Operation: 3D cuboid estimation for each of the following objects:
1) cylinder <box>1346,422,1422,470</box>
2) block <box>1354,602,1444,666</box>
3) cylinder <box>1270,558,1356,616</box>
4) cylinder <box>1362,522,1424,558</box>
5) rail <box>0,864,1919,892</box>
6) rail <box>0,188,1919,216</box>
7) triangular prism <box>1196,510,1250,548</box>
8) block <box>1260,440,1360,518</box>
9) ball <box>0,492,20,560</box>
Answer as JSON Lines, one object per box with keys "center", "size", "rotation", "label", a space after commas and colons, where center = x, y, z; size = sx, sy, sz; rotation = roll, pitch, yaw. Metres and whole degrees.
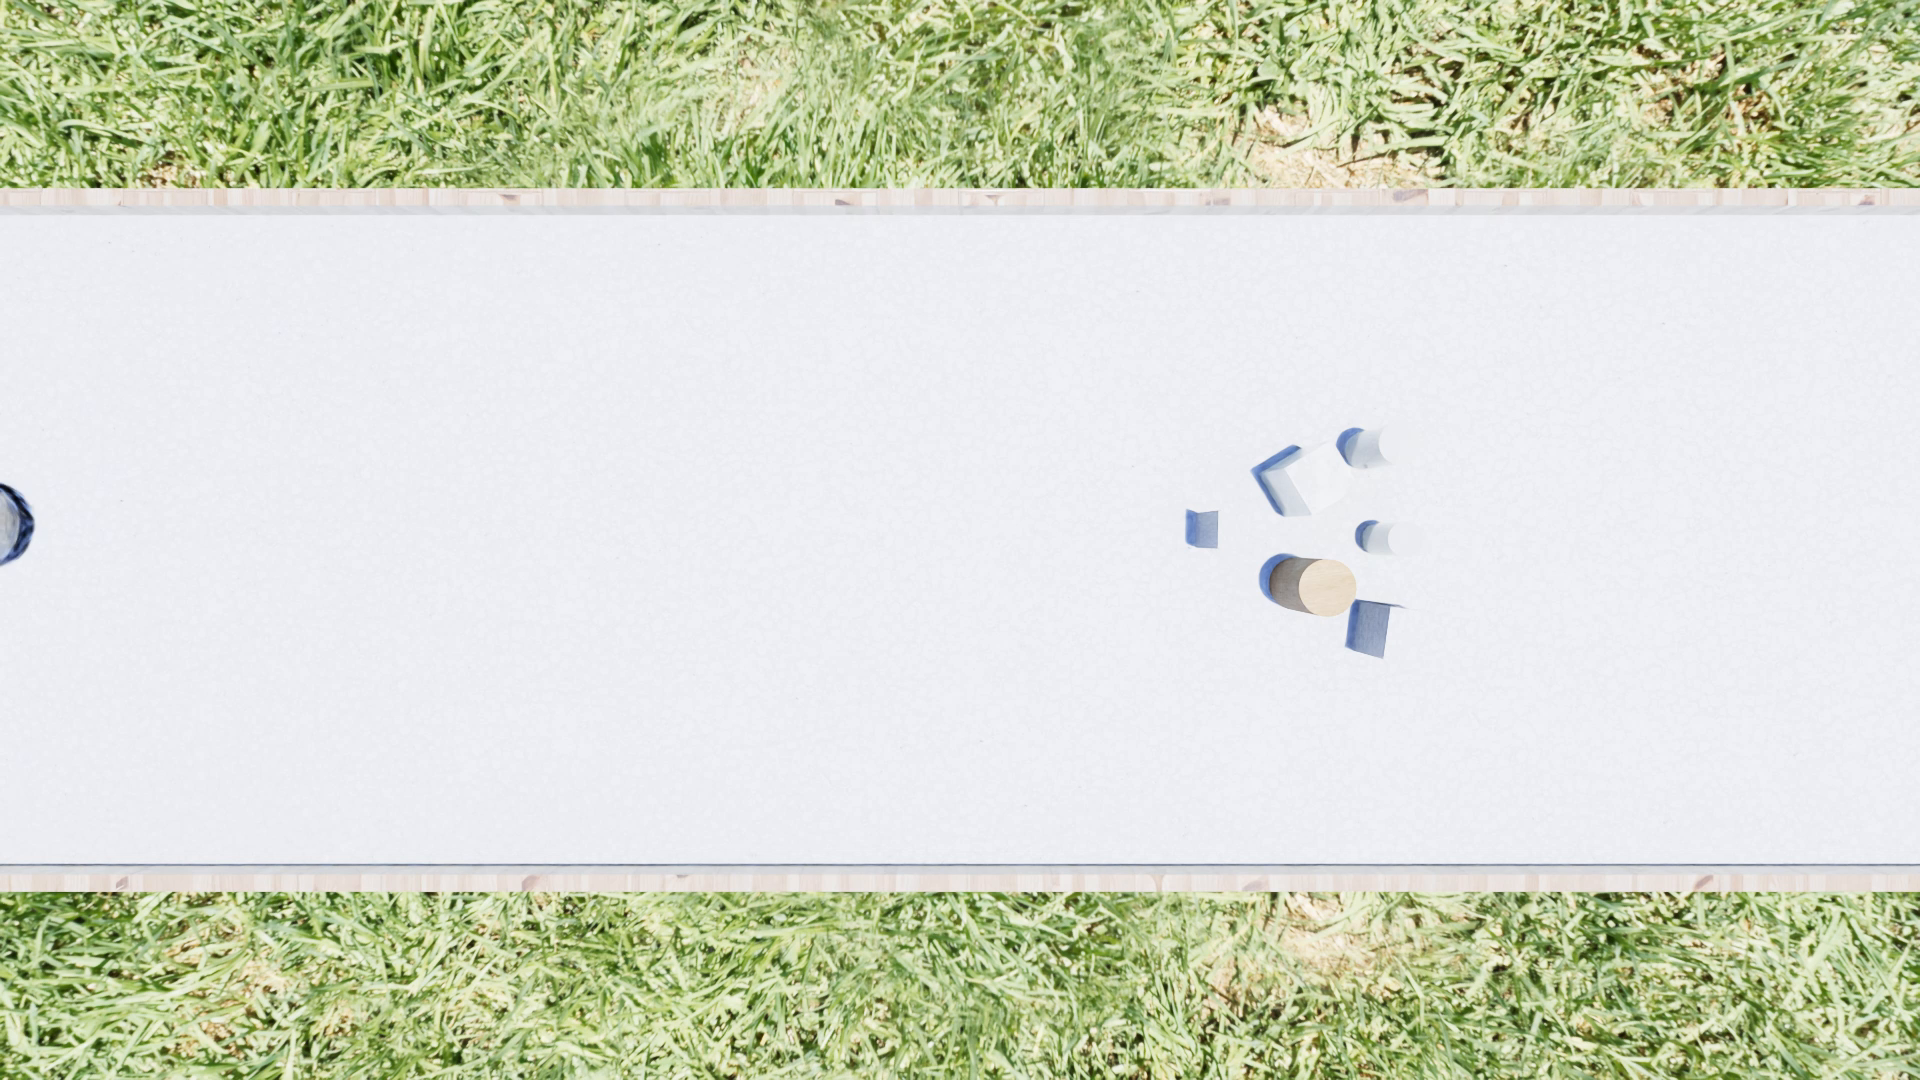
{"center": [1.246, -0.274, 4.873], "size": [0.121, 0.408, 0.121], "rotation": [0, 90, 0], "label": "cylinder"}
{"center": [1.295, 0.276, 4.894], "size": [0.152, 0.365, 0.152], "rotation": [8, 90, 0], "label": "block"}
{"center": [1.032, 0.135, 4.852], "size": [0.162, 0.450, 0.162], "rotation": [0, 90, 0], "label": "cylinder"}
{"center": [1.288, -0.002, 4.921], "size": [0.102, 0.311, 0.102], "rotation": [0, 90, 0], "label": "cylinder"}
{"center": [-2.247, 1.025, 5.001], "size": [12.000, 0.150, 0.050], "rotation": [0, 90, 0], "label": "rail"}
{"center": [-2.247, -1.025, 5.002], "size": [12.000, 0.150, 0.050], "rotation": [0, 90, 0], "label": "rail"}
{"center": [0.751, -0.042, 4.854], "size": [0.107, 0.445, 0.092], "rotation": [-29, 90, 0], "label": "triangular prism"}
{"center": [1.026, -0.177, 4.875], "size": [0.156, 0.404, 0.156], "rotation": [-31, 90, 0], "label": "block"}
{"center": [-2.971, -0.043, 4.943], "size": [0.266, 0.266, 0.266], "rotation": [0, 90, 0], "label": "ball"}
